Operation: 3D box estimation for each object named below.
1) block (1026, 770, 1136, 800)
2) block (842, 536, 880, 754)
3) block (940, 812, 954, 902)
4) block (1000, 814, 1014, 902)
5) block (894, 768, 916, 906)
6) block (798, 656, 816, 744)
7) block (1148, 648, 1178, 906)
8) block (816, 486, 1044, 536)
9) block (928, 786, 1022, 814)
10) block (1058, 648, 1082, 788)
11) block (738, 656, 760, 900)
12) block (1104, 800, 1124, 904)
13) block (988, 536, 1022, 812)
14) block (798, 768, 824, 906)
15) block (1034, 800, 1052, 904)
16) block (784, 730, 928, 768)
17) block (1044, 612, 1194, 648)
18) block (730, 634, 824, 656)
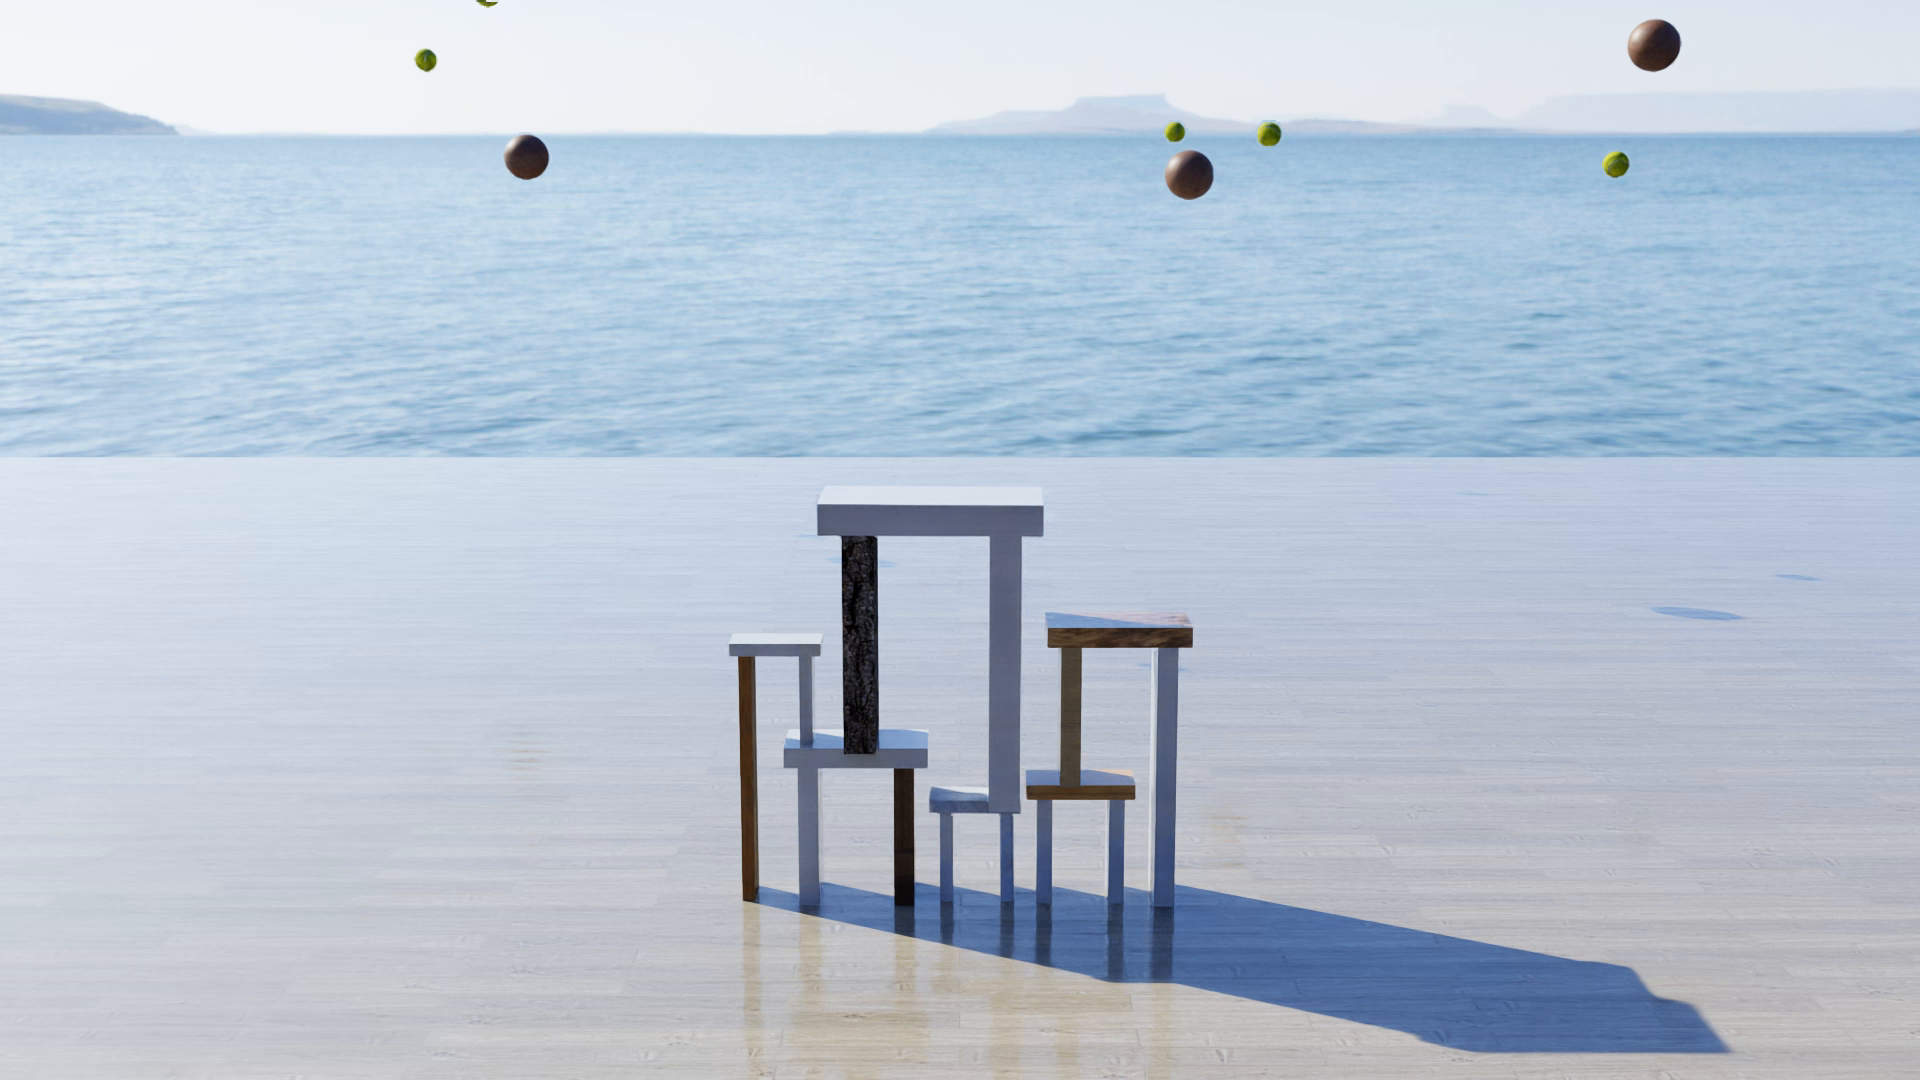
[{"bbox_3d":[0.198,0.404,3.631,0.177,0.025,0.089,0,11,0],"label":"block"},{"bbox_3d":[-0.162,0.152,3.585,0.050,0.356,0.178,0,11,0],"label":"block"},{"bbox_3d":[-0.022,0.515,3.656,0.021,0.151,0.076,0,11,0],"label":"block"},{"bbox_3d":[0.078,0.515,3.656,0.021,0.151,0.076,0,11,1],"label":"block"},{"bbox_3d":[-0.091,0.475,3.648,0.033,0.234,0.117,0,11,0],"label":"block"},{"bbox_3d":[-0.251,0.254,3.609,0.021,0.148,0.074,0,11,0],"label":"block"},{"bbox_3d":[0.335,0.376,3.626,0.033,0.436,0.117,0,11,0],"label":"block"},{"bbox_3d":[-0.045,-0.047,3.546,0.356,0.050,0.178,0,11,1],"label":"block"},{"bbox_3d":[0.026,0.431,3.639,0.151,0.021,0.076,1,11,2],"label":"block"},{"bbox_3d":[0.179,0.277,3.608,0.033,0.233,0.117,0,11,0],"label":"block"},{"bbox_3d":[-0.349,0.386,3.634,0.021,0.415,0.074,0,11,0],"label":"block"},{"bbox_3d":[0.257,0.503,3.650,0.025,0.177,0.089,0,11,0],"label":"block"},{"bbox_3d":[0.073,0.200,3.589,0.050,0.451,0.178,0,11,1],"label":"block"},{"bbox_3d":[-0.247,0.475,3.648,0.033,0.234,0.117,0,11,0],"label":"block"},{"bbox_3d":[0.138,0.503,3.650,0.025,0.177,0.089,0,11,0],"label":"block"},{"bbox_3d":[-0.169,0.344,3.623,0.234,0.033,0.117,0,11,0],"label":"block"},{"bbox_3d":[0.257,0.146,3.583,0.233,0.033,0.117,0,11,0],"label":"block"},{"bbox_3d":[-0.300,0.171,3.594,0.148,0.021,0.074,0,11,0],"label":"block"}]
